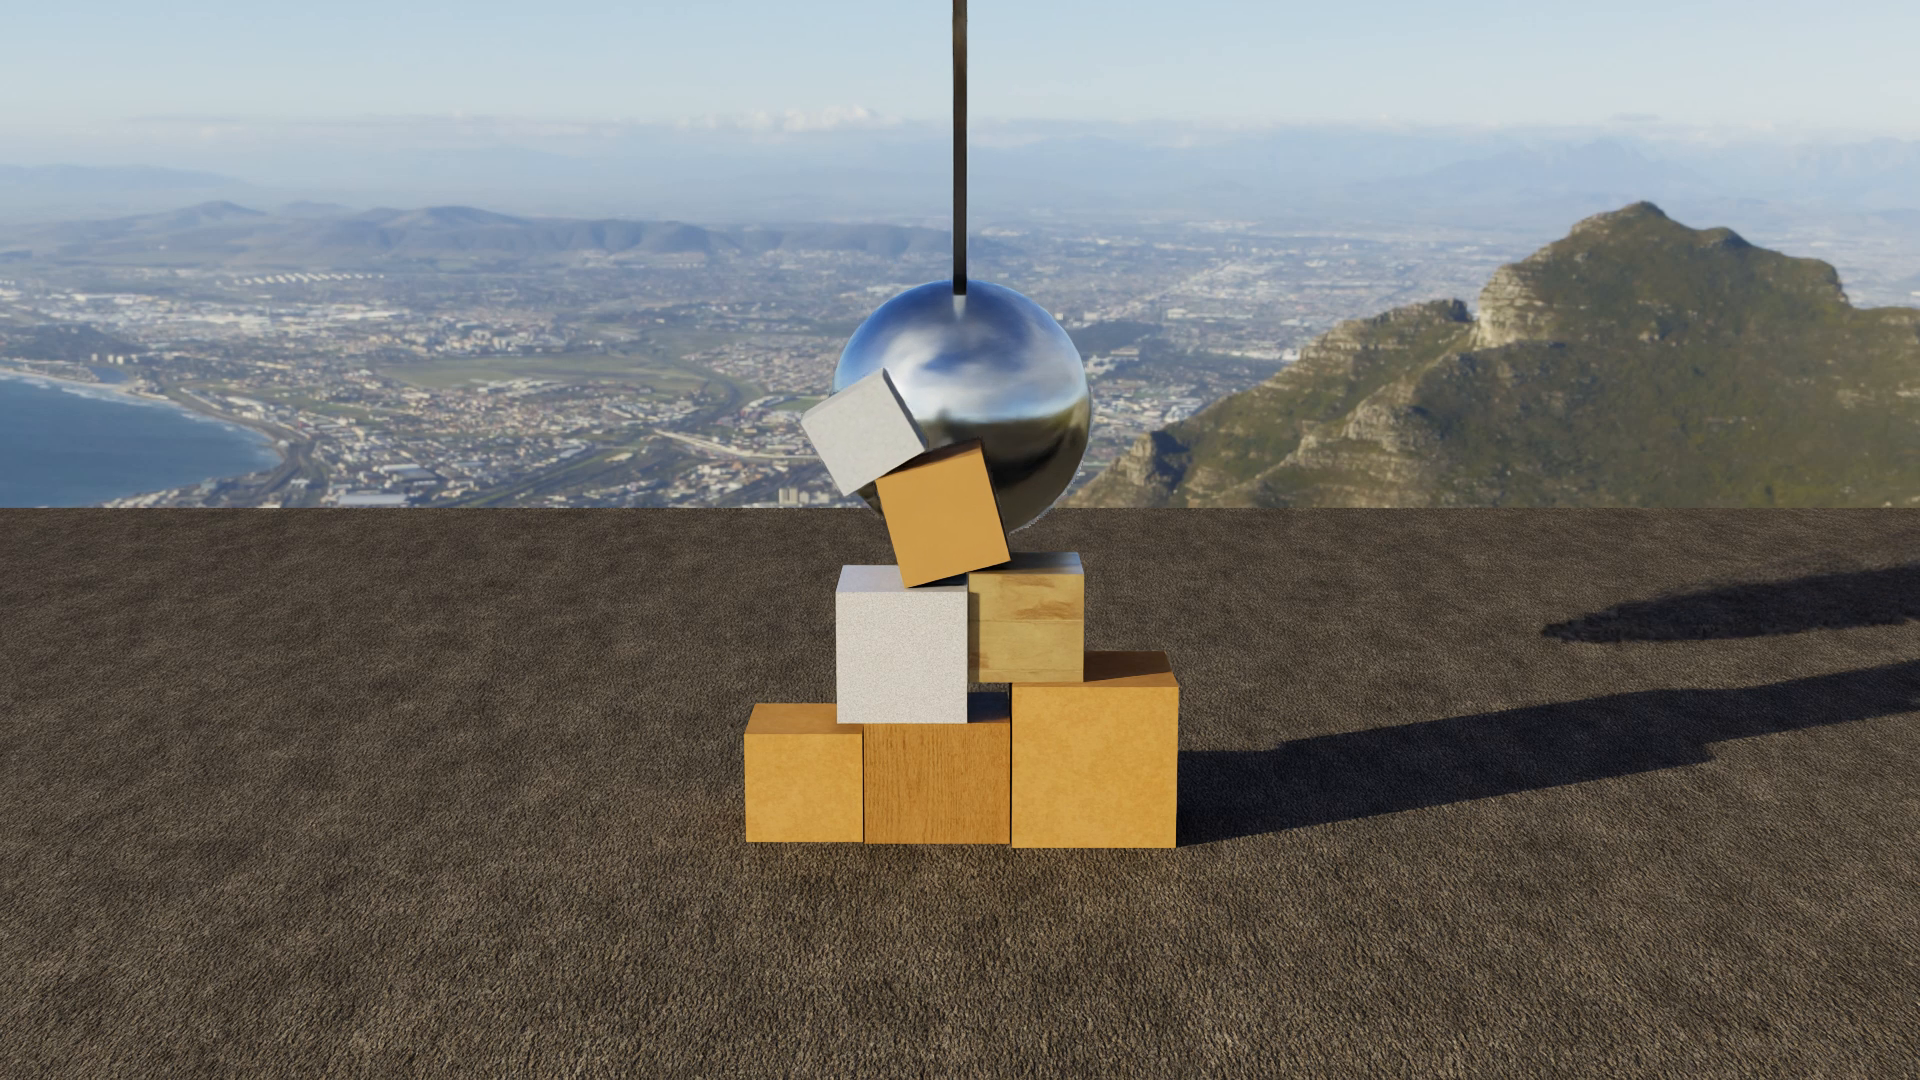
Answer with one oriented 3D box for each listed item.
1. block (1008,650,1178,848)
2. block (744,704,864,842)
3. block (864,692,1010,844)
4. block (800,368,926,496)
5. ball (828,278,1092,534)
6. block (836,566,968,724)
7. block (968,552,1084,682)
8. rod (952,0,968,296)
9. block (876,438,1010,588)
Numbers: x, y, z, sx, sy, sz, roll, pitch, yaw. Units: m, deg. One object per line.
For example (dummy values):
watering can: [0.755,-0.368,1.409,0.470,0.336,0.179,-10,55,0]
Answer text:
block: [0.673,1.068,11.369,0.823,0.831,0.785,0,10,0]
block: [-0.788,1.198,11.399,0.593,0.564,0.612,0,10,0]
block: [-0.115,1.170,11.376,0.733,0.628,0.632,0,10,0]
block: [-0.481,-0.552,11.092,0.466,0.430,0.417,-29,9,5]
ball: [0.000,-0.786,13.370,1.600,1.600,1.600,0,10,0]
block: [-0.290,0.525,11.288,0.650,0.671,0.690,0,10,0]
block: [0.331,0.388,11.246,0.570,0.551,0.594,0,10,0]
rod: [0.000,-3.644,11.529,0.080,5.200,0.080,0,33,0]
block: [-0.084,-0.142,11.169,0.546,0.563,0.519,-15,10,3]
